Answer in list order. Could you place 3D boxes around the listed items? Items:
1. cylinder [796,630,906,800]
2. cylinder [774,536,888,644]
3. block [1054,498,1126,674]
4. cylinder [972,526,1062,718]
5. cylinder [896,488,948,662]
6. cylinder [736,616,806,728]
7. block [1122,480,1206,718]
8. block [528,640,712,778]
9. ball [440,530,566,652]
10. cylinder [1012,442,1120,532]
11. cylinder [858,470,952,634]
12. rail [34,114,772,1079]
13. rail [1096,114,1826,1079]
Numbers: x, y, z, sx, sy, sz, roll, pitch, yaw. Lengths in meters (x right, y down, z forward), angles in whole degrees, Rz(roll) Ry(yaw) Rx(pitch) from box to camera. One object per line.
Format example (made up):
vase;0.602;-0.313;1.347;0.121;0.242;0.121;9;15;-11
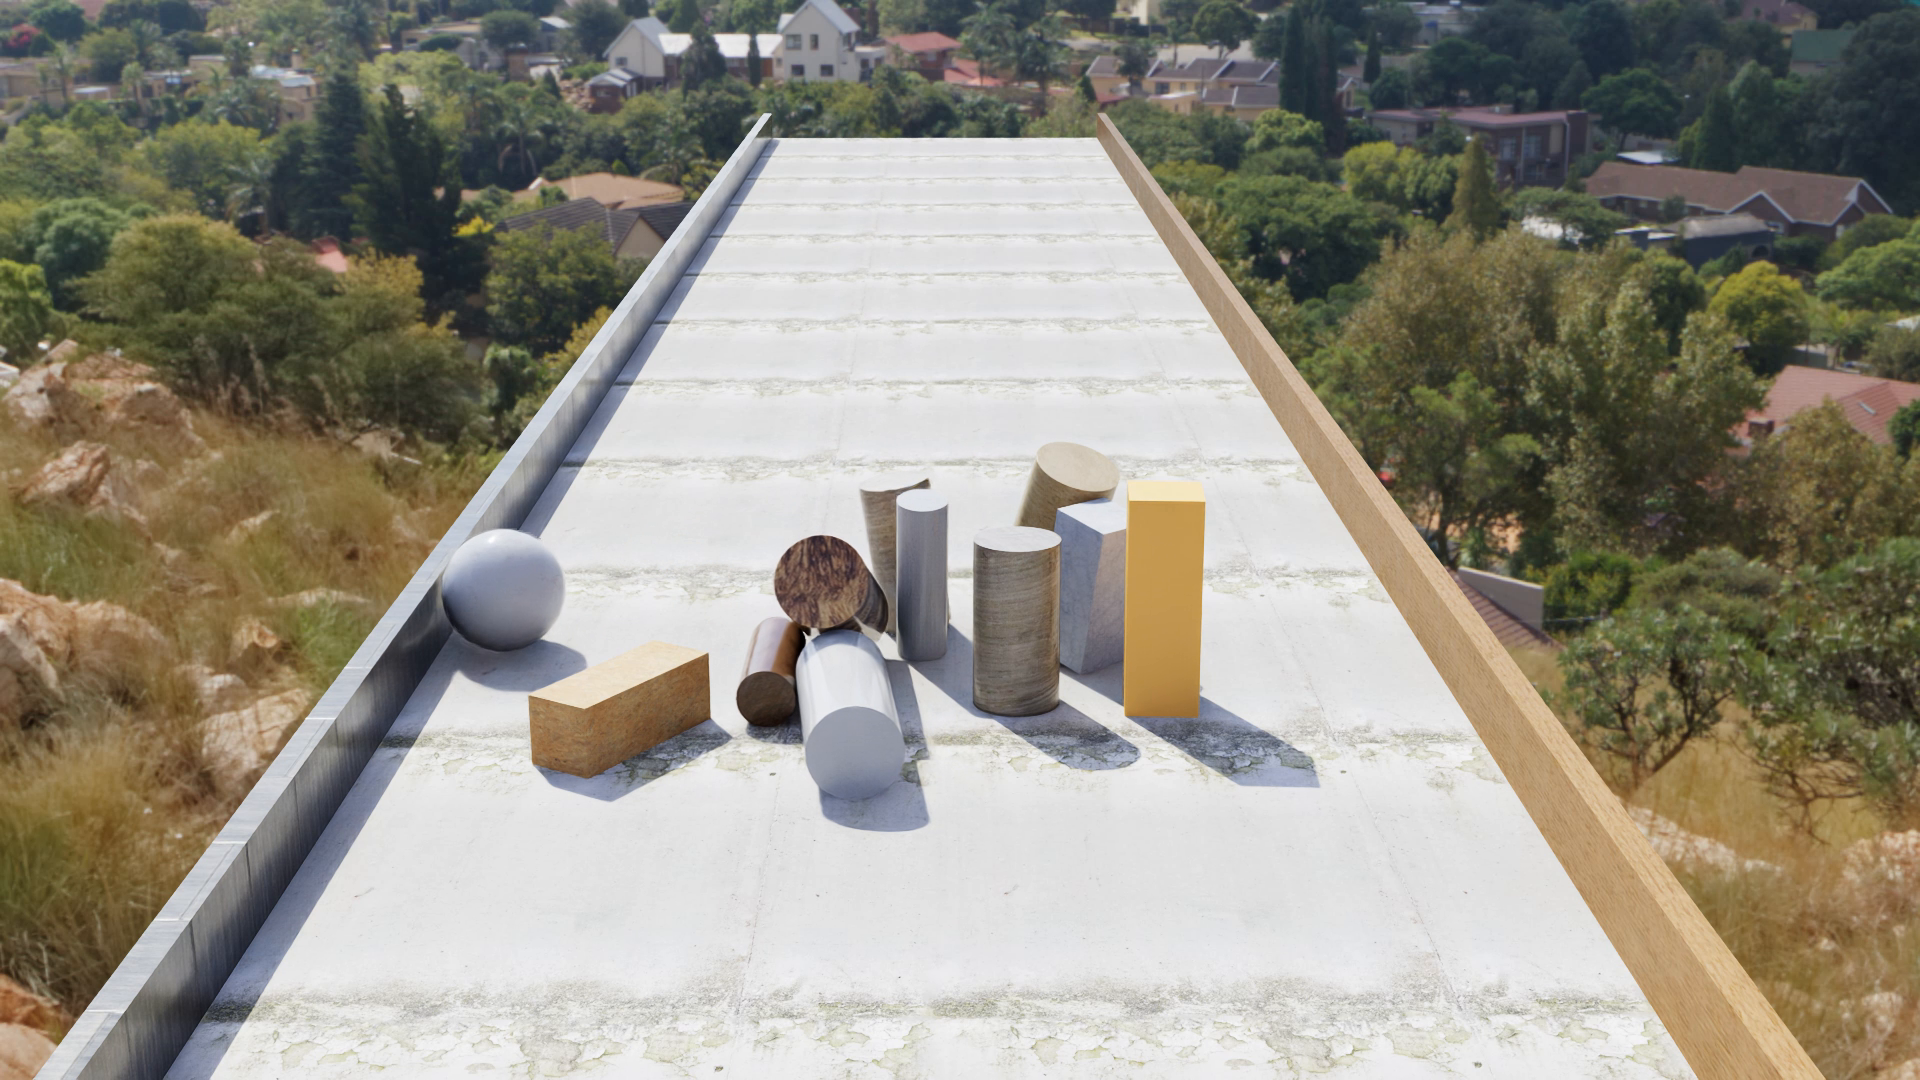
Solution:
cylinder;-0.200;0.303;3.909;0.170;0.170;0.401;-2;17;-6
cylinder;-0.244;0.113;4.255;0.175;0.175;0.405;1;-10;4
block;0.262;0.090;4.353;0.130;0.306;0.130;-14;32;-40
cylinder;0.107;0.153;4.144;0.165;0.324;0.165;0;17;0
cylinder;-0.075;0.071;4.379;0.102;0.334;0.102;1;27;0
cylinder;-0.358;0.248;4.198;0.110;0.110;0.314;0;17;0
block;0.380;0.110;4.120;0.138;0.419;0.138;1;17;3
block;-0.611;0.302;3.982;0.131;0.131;0.344;10;19;30
ball;-0.924;0.102;4.450;0.247;0.247;0.247;0;17;0
cylinder;0.191;0.000;4.512;0.175;0.369;0.175;12;33;-8
cylinder;-0.113;0.025;4.568;0.147;0.309;0.147;-8;16;2
rail;-1.118;-0.838;7.780;0.050;0.150;12.000;0;17;-1
rail;0.932;-0.844;7.801;0.050;0.150;12.000;0;17;-1
